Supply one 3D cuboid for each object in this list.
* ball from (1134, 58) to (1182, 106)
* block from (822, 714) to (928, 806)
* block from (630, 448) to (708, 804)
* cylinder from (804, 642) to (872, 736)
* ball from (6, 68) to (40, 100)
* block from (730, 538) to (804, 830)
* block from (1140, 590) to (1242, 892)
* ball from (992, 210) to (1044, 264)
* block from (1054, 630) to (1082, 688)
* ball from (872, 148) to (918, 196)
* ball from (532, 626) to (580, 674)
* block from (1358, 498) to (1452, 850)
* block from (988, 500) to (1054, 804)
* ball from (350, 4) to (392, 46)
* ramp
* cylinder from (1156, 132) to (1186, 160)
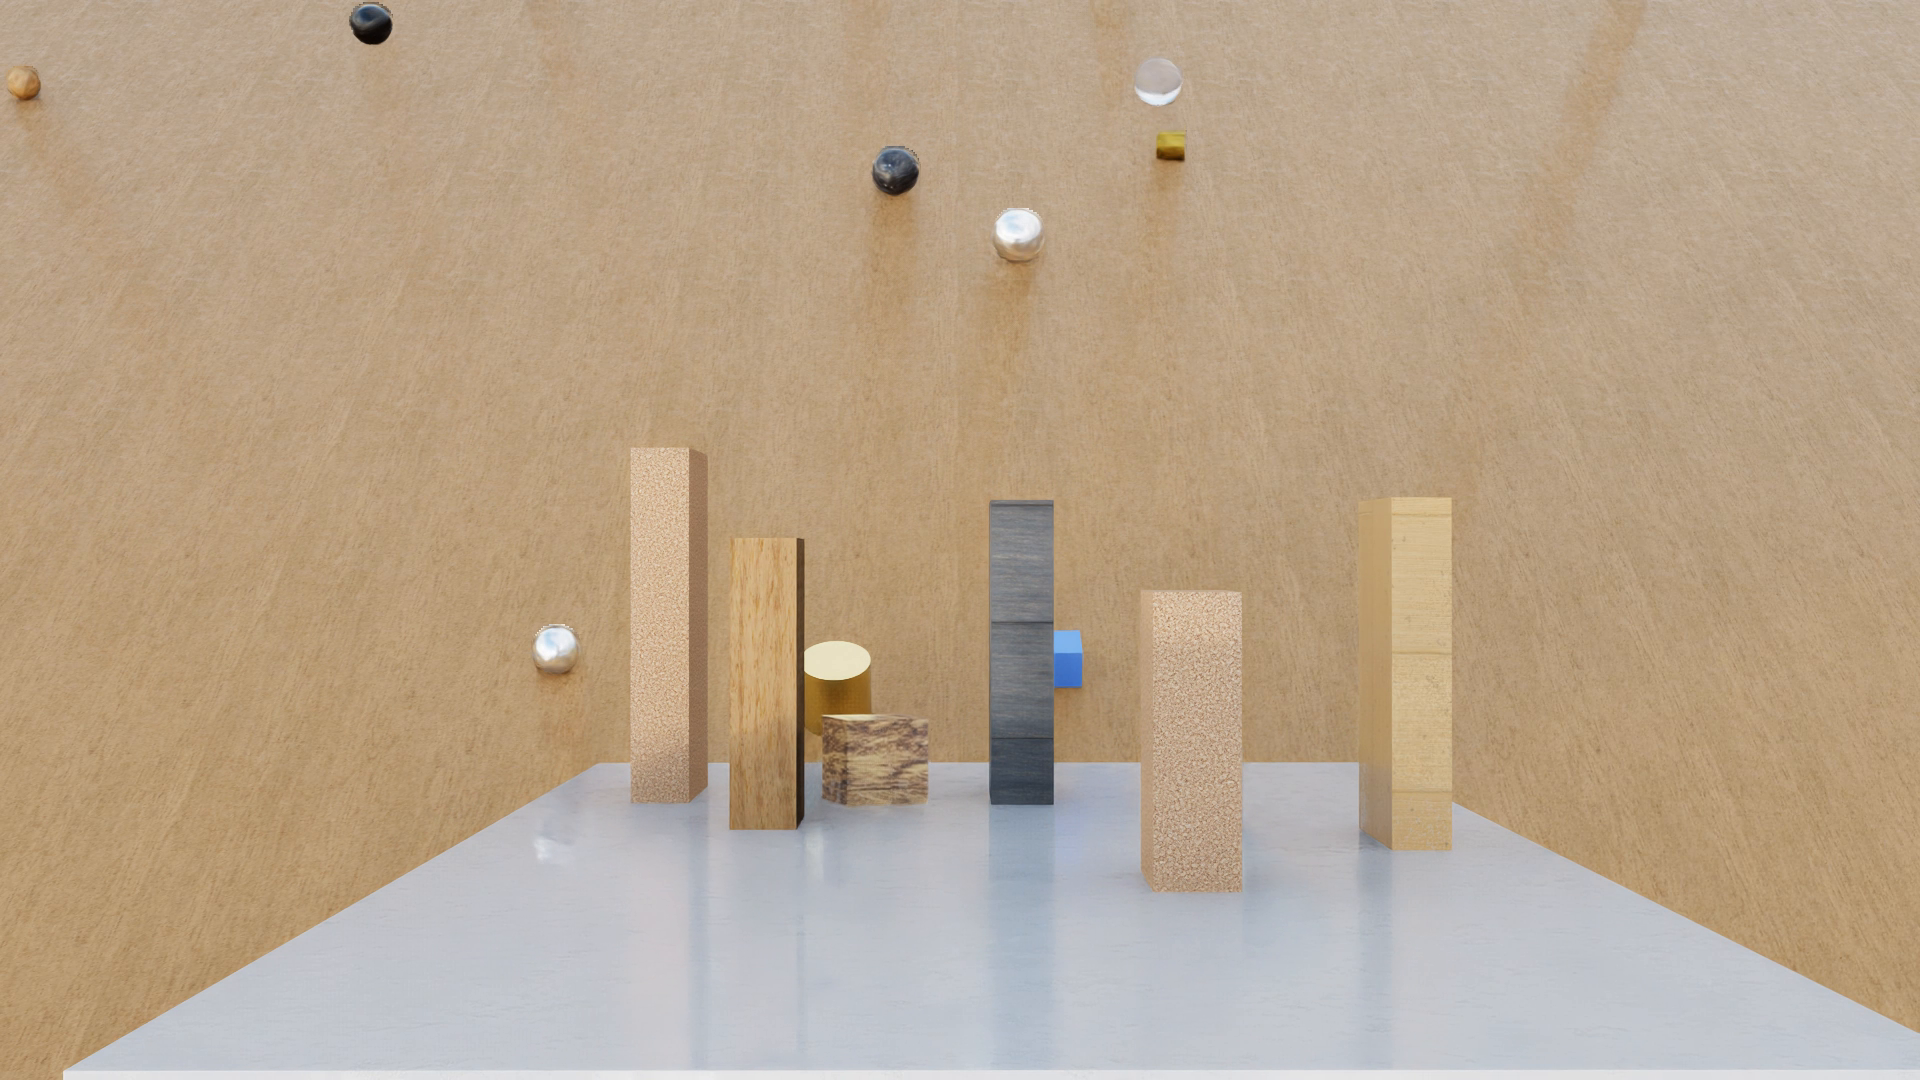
[{"bbox_3d":[0.826,-1.911,10.801,0.198,0.198,0.198,0,31,0],"label":"ball"},{"bbox_3d":[-0.187,0.477,5.650,0.182,0.182,0.182,0,0,-20],"label":"block"},{"bbox_3d":[-0.649,0.185,5.807,0.126,0.768,0.423,0,0,0],"label":"block"},{"bbox_3d":[-0.333,0.402,6.956,0.189,0.189,0.189,0,31,0],"label":"cylinder"},{"bbox_3d":[-3.931,-1.914,10.867,0.136,0.136,0.136,0,31,0],"label":"ball"},{"bbox_3d":[-0.384,0.281,5.182,0.130,0.569,0.269,0,0,0],"label":"block"},{"bbox_3d":[0.377,0.322,4.247,0.141,0.476,0.280,0,0,0],"label":"block"},{"bbox_3d":[0.212,-1.109,9.470,0.195,0.195,0.195,0,31,0],"label":"ball"},{"bbox_3d":[0.278,0.328,7.153,0.112,0.112,0.112,-1,31,-2],"label":"block"},{"bbox_3d":[-0.251,-1.422,10.001,0.184,0.184,0.184,0,31,0],"label":"ball"},{"bbox_3d":[-1.119,0.306,7.172,0.131,0.131,0.131,0,31,0],"label":"ball"},{"bbox_3d":[0.836,0.244,4.884,0.109,0.639,0.386,0,0,0],"label":"block"},{"bbox_3d":[0.134,0.242,5.733,0.135,0.654,0.364,0,0,0],"label":"block"},{"bbox_3d":[-2.596,-2.273,11.424,0.178,0.178,0.178,0,31,0],"label":"ball"},{"bbox_3d":[0.069,0.612,4.685,2.000,0.100,4.000,0,0,0],"label":"ramp"},{"bbox_3d":[0.840,-1.570,10.314,0.109,0.109,0.109,3,31,5],"label":"cylinder"}]
